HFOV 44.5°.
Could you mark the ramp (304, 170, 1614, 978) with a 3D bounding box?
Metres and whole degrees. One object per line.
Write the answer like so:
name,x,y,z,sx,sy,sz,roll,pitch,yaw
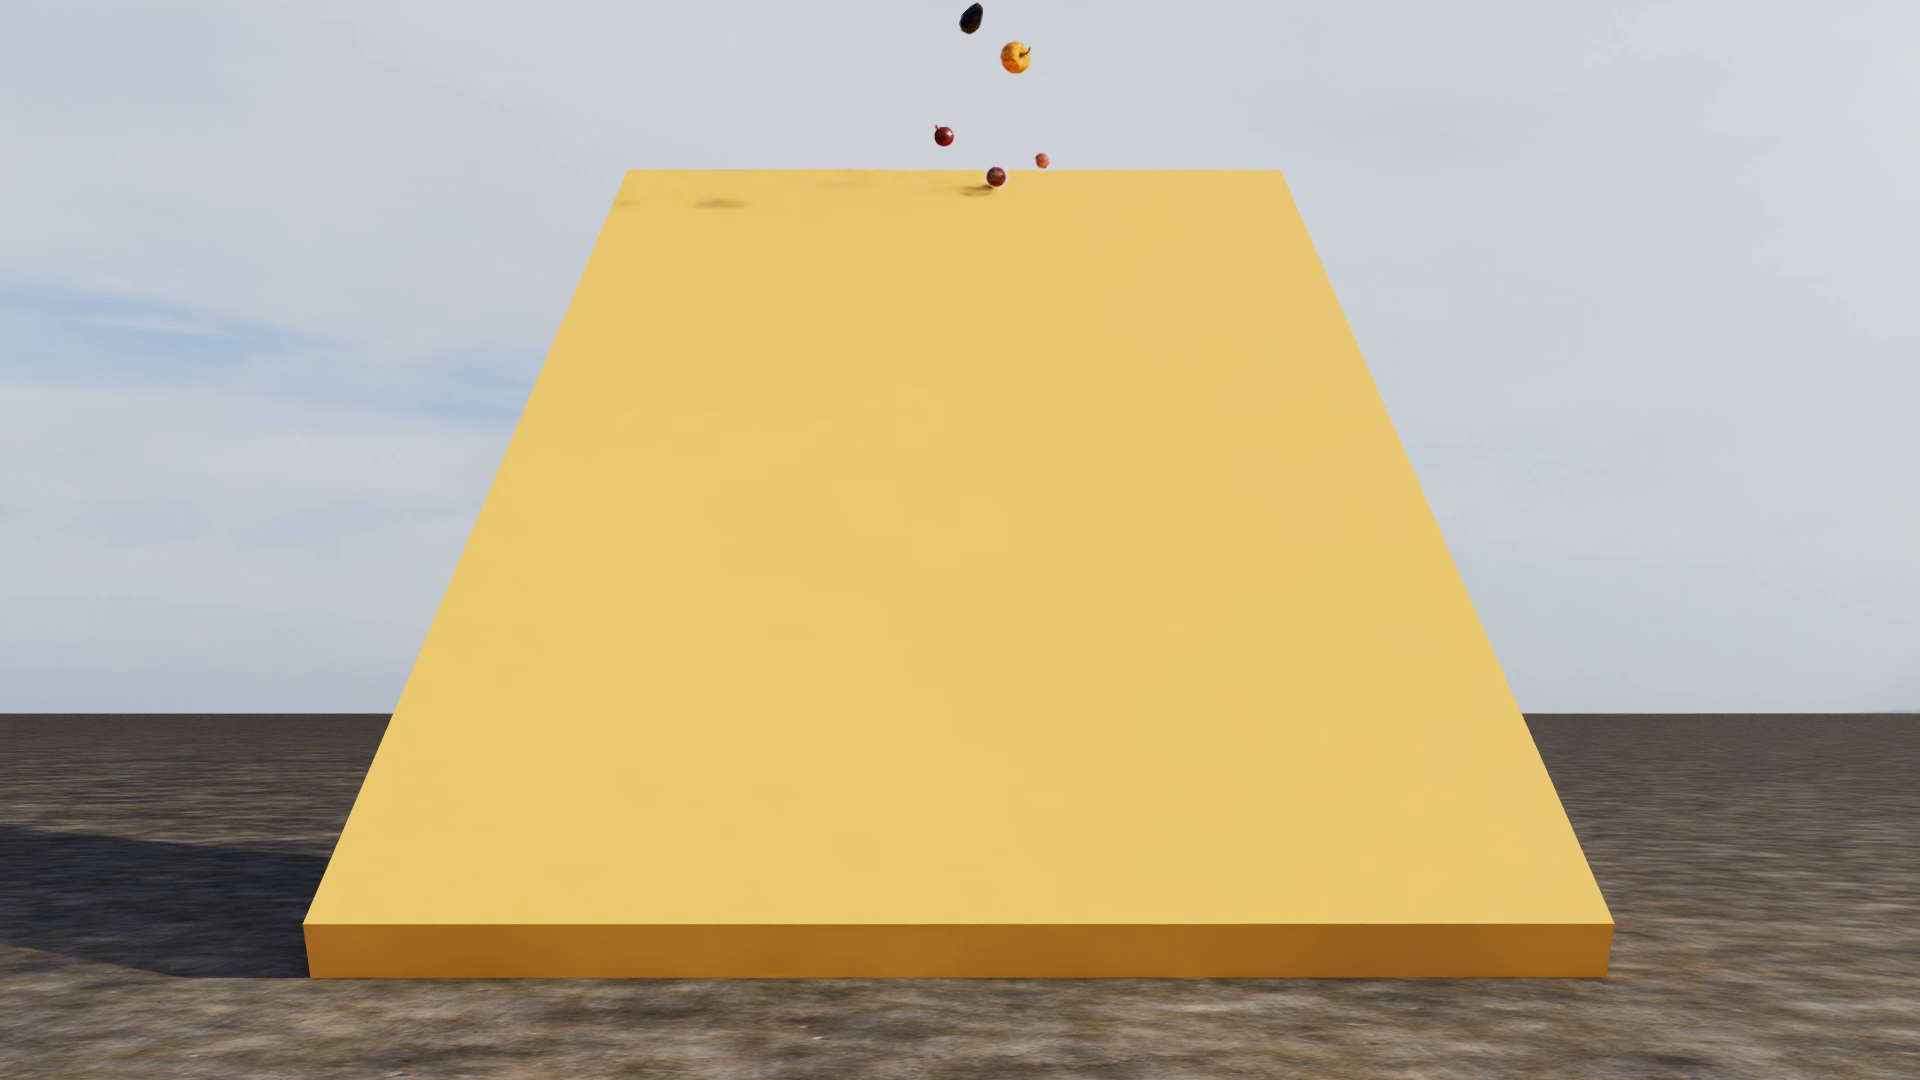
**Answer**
ramp,-0.009,-0.229,5.408,2.000,0.100,4.000,0,25,0
